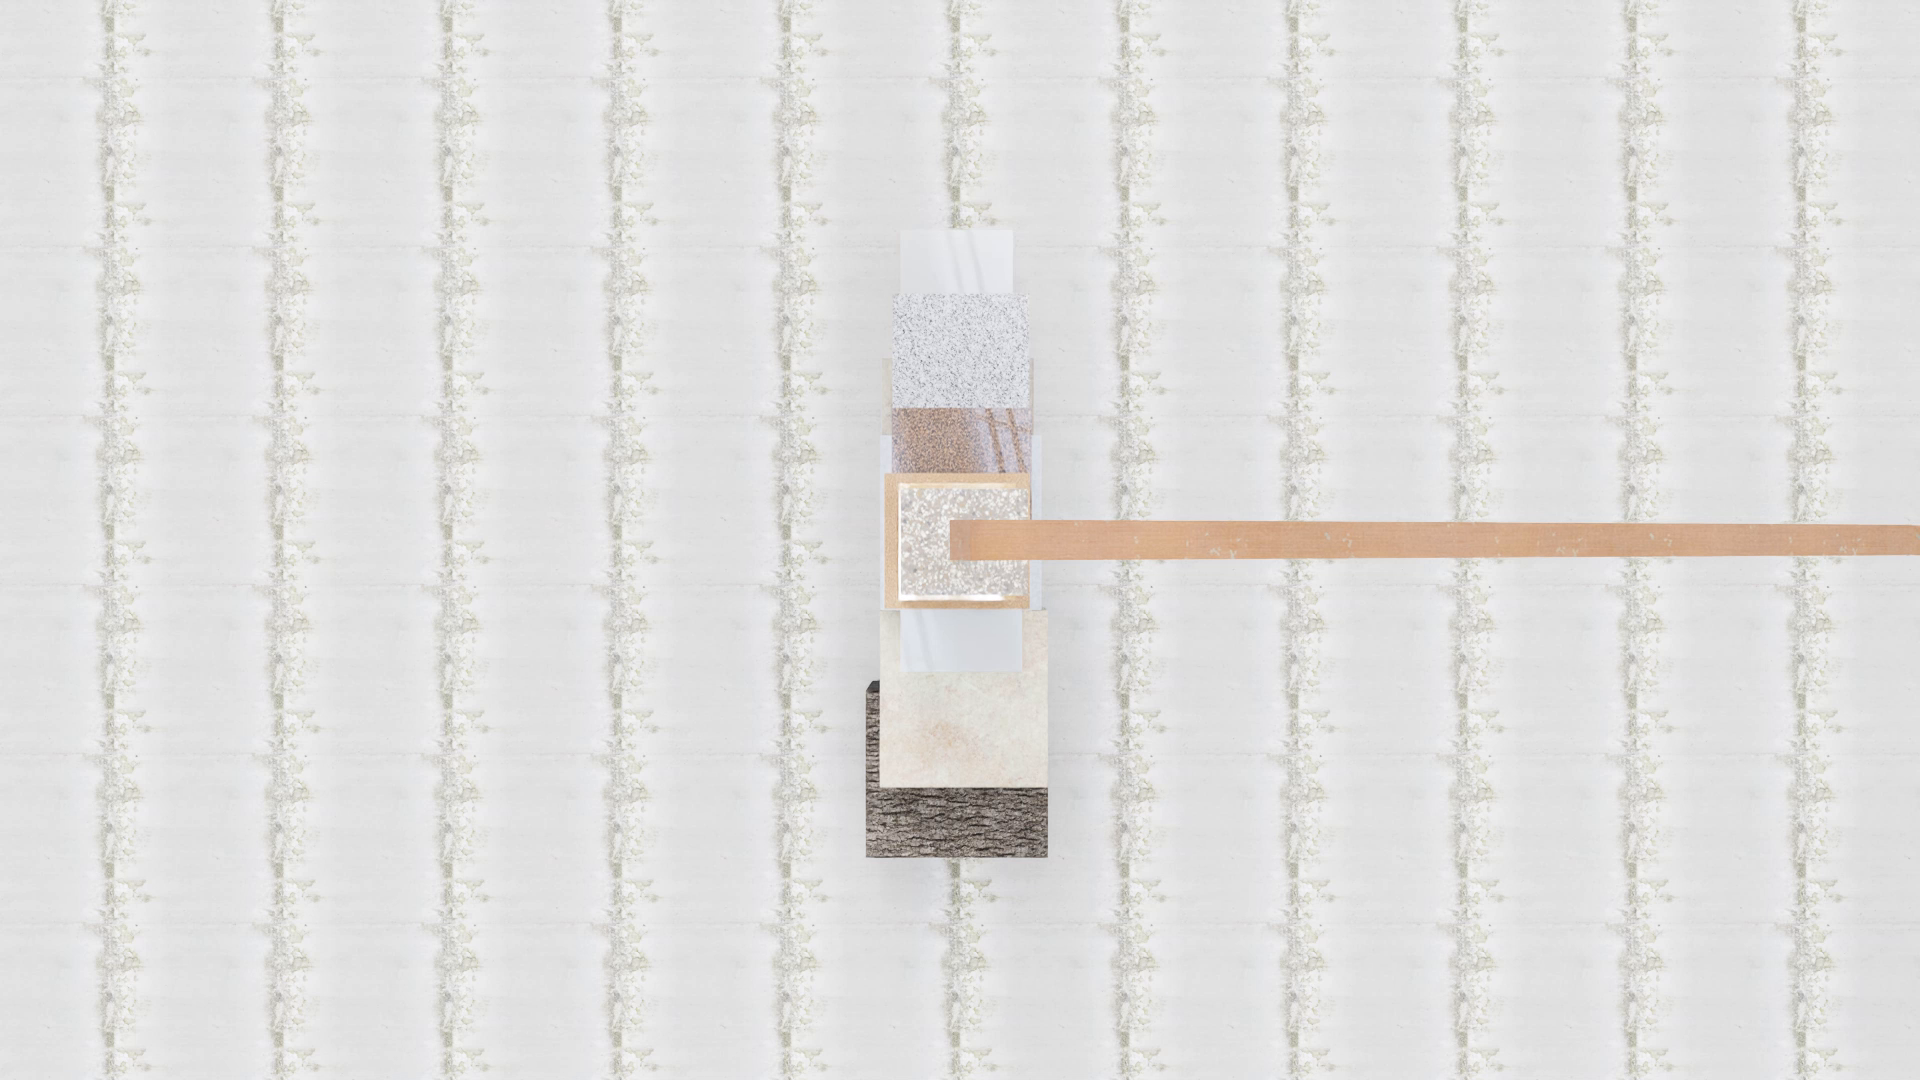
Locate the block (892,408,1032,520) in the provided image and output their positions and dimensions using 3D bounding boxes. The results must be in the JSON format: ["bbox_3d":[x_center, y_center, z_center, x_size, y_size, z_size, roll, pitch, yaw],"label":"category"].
[{"bbox_3d":[0.008,-0.296,10.851,0.672,0.603,0.676,0,90,0],"label":"block"}]

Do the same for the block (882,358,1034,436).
[{"bbox_3d":[-0.012,-0.552,12.541,0.833,0.919,0.896,0,90,0],"label":"block"}]

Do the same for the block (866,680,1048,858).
[{"bbox_3d":[-0.018,1.291,12.554,1.004,0.892,0.917,0,90,0],"label":"block"}]

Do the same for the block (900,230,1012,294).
[{"bbox_3d":[-0.018,-1.380,12.704,0.634,0.592,0.739,0,90,0],"label":"block"}]

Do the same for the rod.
[{"bbox_3d":[2.234,0.000,5.639,5.200,0.080,0.080,0,90,-31],"label":"rod"}]

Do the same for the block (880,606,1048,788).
[{"bbox_3d":[0.020,0.821,11.735,0.868,0.745,0.915,0,90,0],"label":"block"}]

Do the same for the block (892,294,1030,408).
[{"bbox_3d":[0.005,-0.911,11.749,0.710,0.664,0.738,0,90,0],"label":"block"}]

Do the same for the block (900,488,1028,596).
[{"bbox_3d":[0.016,0.007,8.740,0.492,0.451,0.414,0,90,0],"label":"block"}]

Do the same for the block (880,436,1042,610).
[{"bbox_3d":[0.004,-0.088,11.617,0.819,0.928,0.887,0,90,0],"label":"block"}]

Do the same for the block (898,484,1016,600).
[{"bbox_3d":[-0.011,0.006,9.226,0.475,0.520,0.476,0,90,0],"label":"block"}]

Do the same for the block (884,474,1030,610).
[{"bbox_3d":[-0.013,0.005,9.737,0.626,0.503,0.585,0,90,0],"label":"block"}]

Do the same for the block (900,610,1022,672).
[{"bbox_3d":[0.006,0.345,10.894,0.588,0.519,0.587,0,90,0],"label":"block"}]
